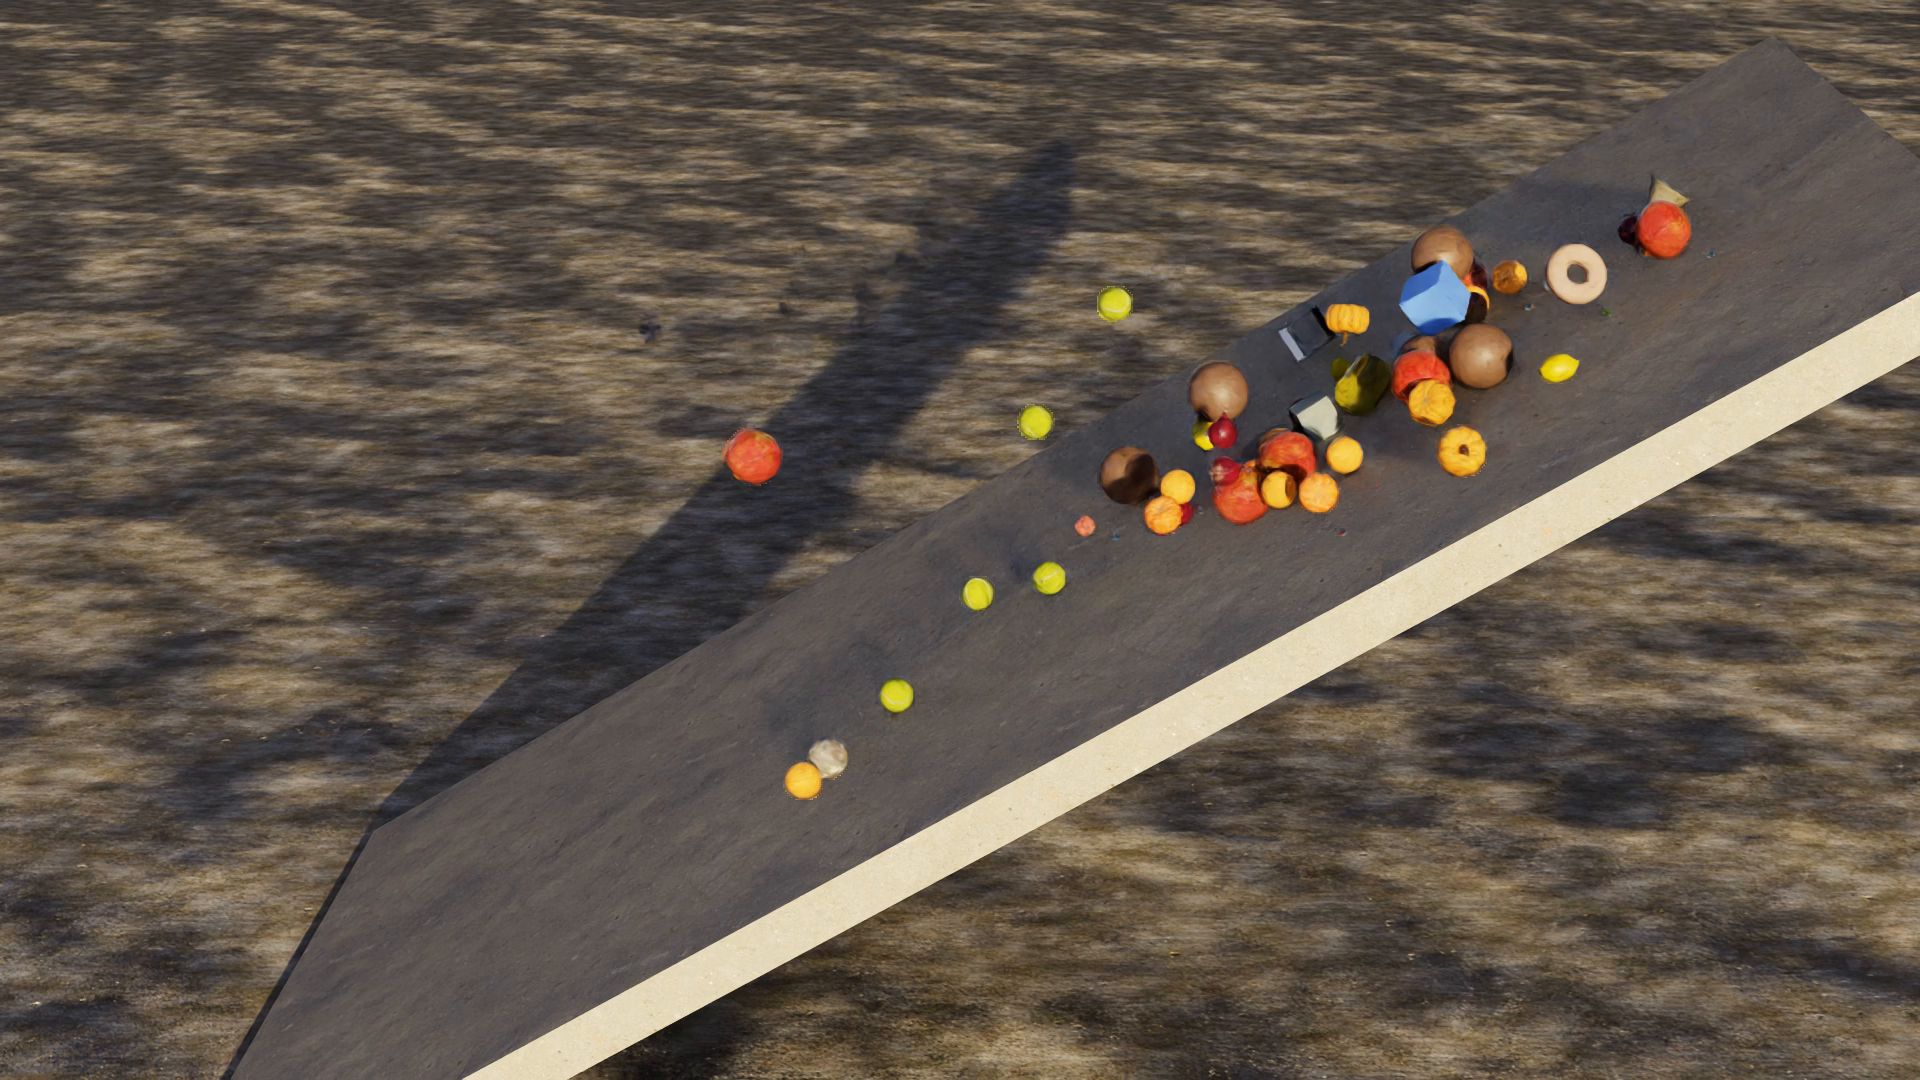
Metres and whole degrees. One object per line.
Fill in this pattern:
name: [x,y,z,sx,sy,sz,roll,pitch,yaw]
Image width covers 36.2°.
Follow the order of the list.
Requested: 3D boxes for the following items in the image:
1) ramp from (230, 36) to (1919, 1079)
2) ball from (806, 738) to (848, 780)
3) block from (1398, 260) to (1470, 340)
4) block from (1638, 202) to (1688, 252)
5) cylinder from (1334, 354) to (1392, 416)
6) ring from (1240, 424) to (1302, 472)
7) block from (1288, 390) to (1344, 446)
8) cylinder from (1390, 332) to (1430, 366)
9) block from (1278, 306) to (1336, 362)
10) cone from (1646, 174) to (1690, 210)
ramp: [0.141,0.169,6.289,4.000,0.100,2.000,-29,15,13]
ball: [-0.266,0.438,5.907,0.083,0.083,0.083,0,19,0]
block: [0.968,-0.490,5.994,0.096,0.096,0.096,-29,23,34]
block: [1.401,-0.625,5.865,0.069,0.069,0.069,-20,15,10]
cylinder: [0.829,-0.318,6.043,0.091,0.091,0.091,10,39,27]
ring: [0.647,-0.191,6.107,0.142,0.047,0.142,-31,16,10]
block: [0.735,-0.253,6.064,0.076,0.076,0.076,-33,15,1]
cylinder: [0.927,-0.394,6.063,0.069,0.069,0.069,7,4,18]
block: [0.775,-0.459,6.564,0.081,0.081,0.081,-34,1,-11]
cone: [1.439,-0.687,6.064,0.096,0.096,0.096,30,17,-10]
